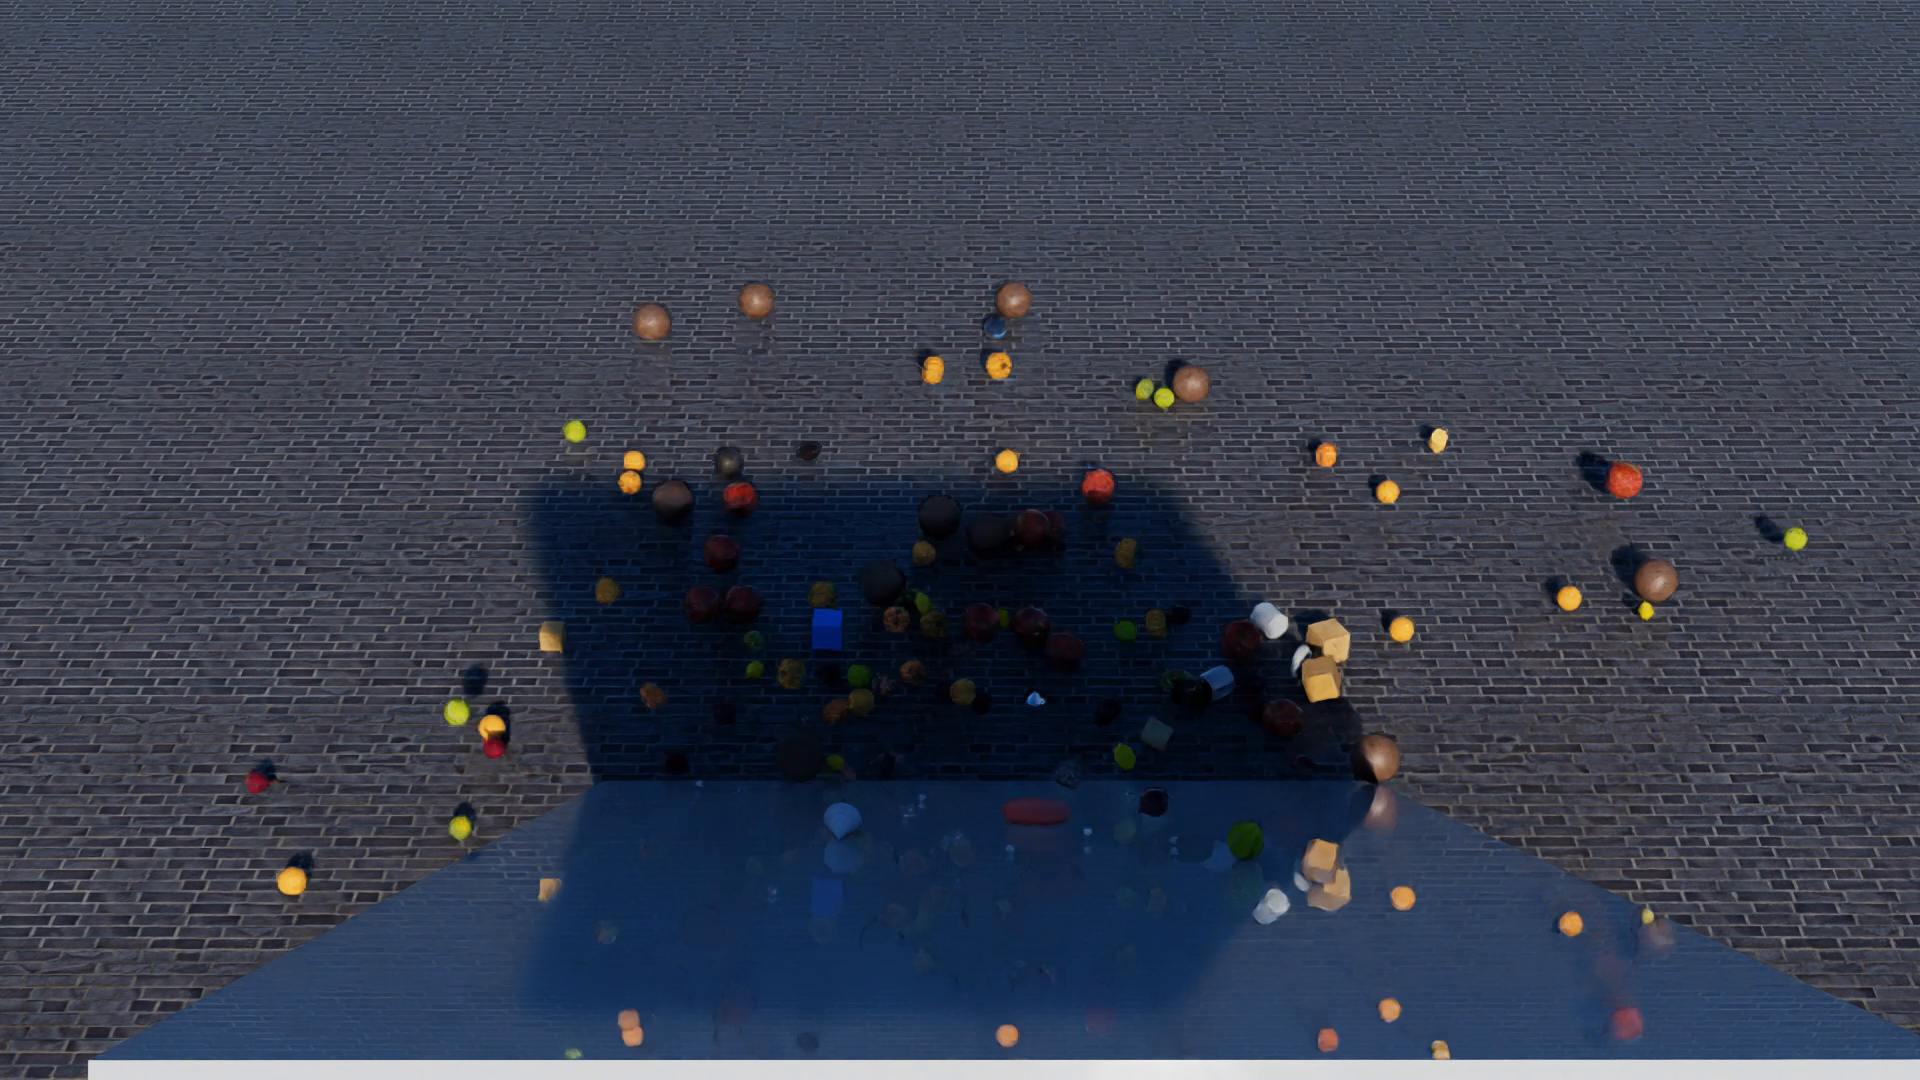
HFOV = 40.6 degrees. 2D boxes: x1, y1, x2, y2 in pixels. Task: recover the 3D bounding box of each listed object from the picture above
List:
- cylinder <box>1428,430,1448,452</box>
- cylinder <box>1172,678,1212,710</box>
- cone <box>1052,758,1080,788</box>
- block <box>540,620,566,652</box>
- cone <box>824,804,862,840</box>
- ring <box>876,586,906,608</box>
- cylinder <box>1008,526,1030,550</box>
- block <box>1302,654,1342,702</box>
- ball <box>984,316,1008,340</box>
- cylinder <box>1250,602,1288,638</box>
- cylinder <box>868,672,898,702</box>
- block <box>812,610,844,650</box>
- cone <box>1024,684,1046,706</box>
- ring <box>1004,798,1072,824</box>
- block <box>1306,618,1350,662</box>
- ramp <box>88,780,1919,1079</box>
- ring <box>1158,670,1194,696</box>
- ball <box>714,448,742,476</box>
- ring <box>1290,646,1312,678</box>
[{"bbox_3d":[1.527,-0.317,8.285,0.053,0.053,0.053,1,64,-2],"label":"cylinder"},{"bbox_3d":[0.638,0.422,7.128,0.077,0.077,0.077,7,29,45],"label":"cylinder"},{"bbox_3d":[0.281,0.605,6.515,0.079,0.079,0.079,-12,49,-18],"label":"cone"},{"bbox_3d":[-1.160,0.274,7.393,0.062,0.062,0.062,2,33,3],"label":"block"},{"bbox_3d":[-0.240,0.581,5.197,0.078,0.078,0.078,2,26,3],"label":"cone"},{"bbox_3d":[-0.202,0.167,7.587,0.090,0.030,0.090,3,35,-2],"label":"ring"},{"bbox_3d":[0.180,-0.007,7.833,0.055,0.055,0.055,9,34,13],"label":"cylinder"},{"bbox_3d":[0.996,0.383,7.154,0.085,0.085,0.085,-11,31,20],"label":"block"},{"bbox_3d":[0.122,-0.731,8.924,0.082,0.082,0.082,0,33,0],"label":"ball"},{"bbox_3d":[0.888,0.230,7.445,0.079,0.079,0.079,-17,36,-24],"label":"cylinder"},{"bbox_3d":[-0.213,0.403,7.130,0.066,0.066,0.066,15,35,6],"label":"cylinder"},{"bbox_3d":[-0.377,0.256,7.404,0.082,0.082,0.082,1,33,1],"label":"block"},{"bbox_3d":[0.209,0.415,7.152,0.060,0.060,0.060,2,35,3],"label":"cone"},{"bbox_3d":[0.167,0.582,5.568,0.143,0.048,0.143,0,0,0],"label":"ring"},{"bbox_3d":[1.042,0.290,7.346,0.087,0.087,0.087,-14,35,-20],"label":"block"},{"bbox_3d":[0.073,0.640,4.754,2.000,0.100,4.000,0,-1,0],"label":"ramp"},{"bbox_3d":[0.605,0.399,7.226,0.106,0.035,0.106,-1,33,1],"label":"ring"},{"bbox_3d":[-0.729,-0.244,8.169,0.087,0.087,0.087,0,33,0],"label":"ball"},{"bbox_3d":[0.953,0.341,7.245,0.033,0.100,0.100,23,39,22],"label":"ring"}]
